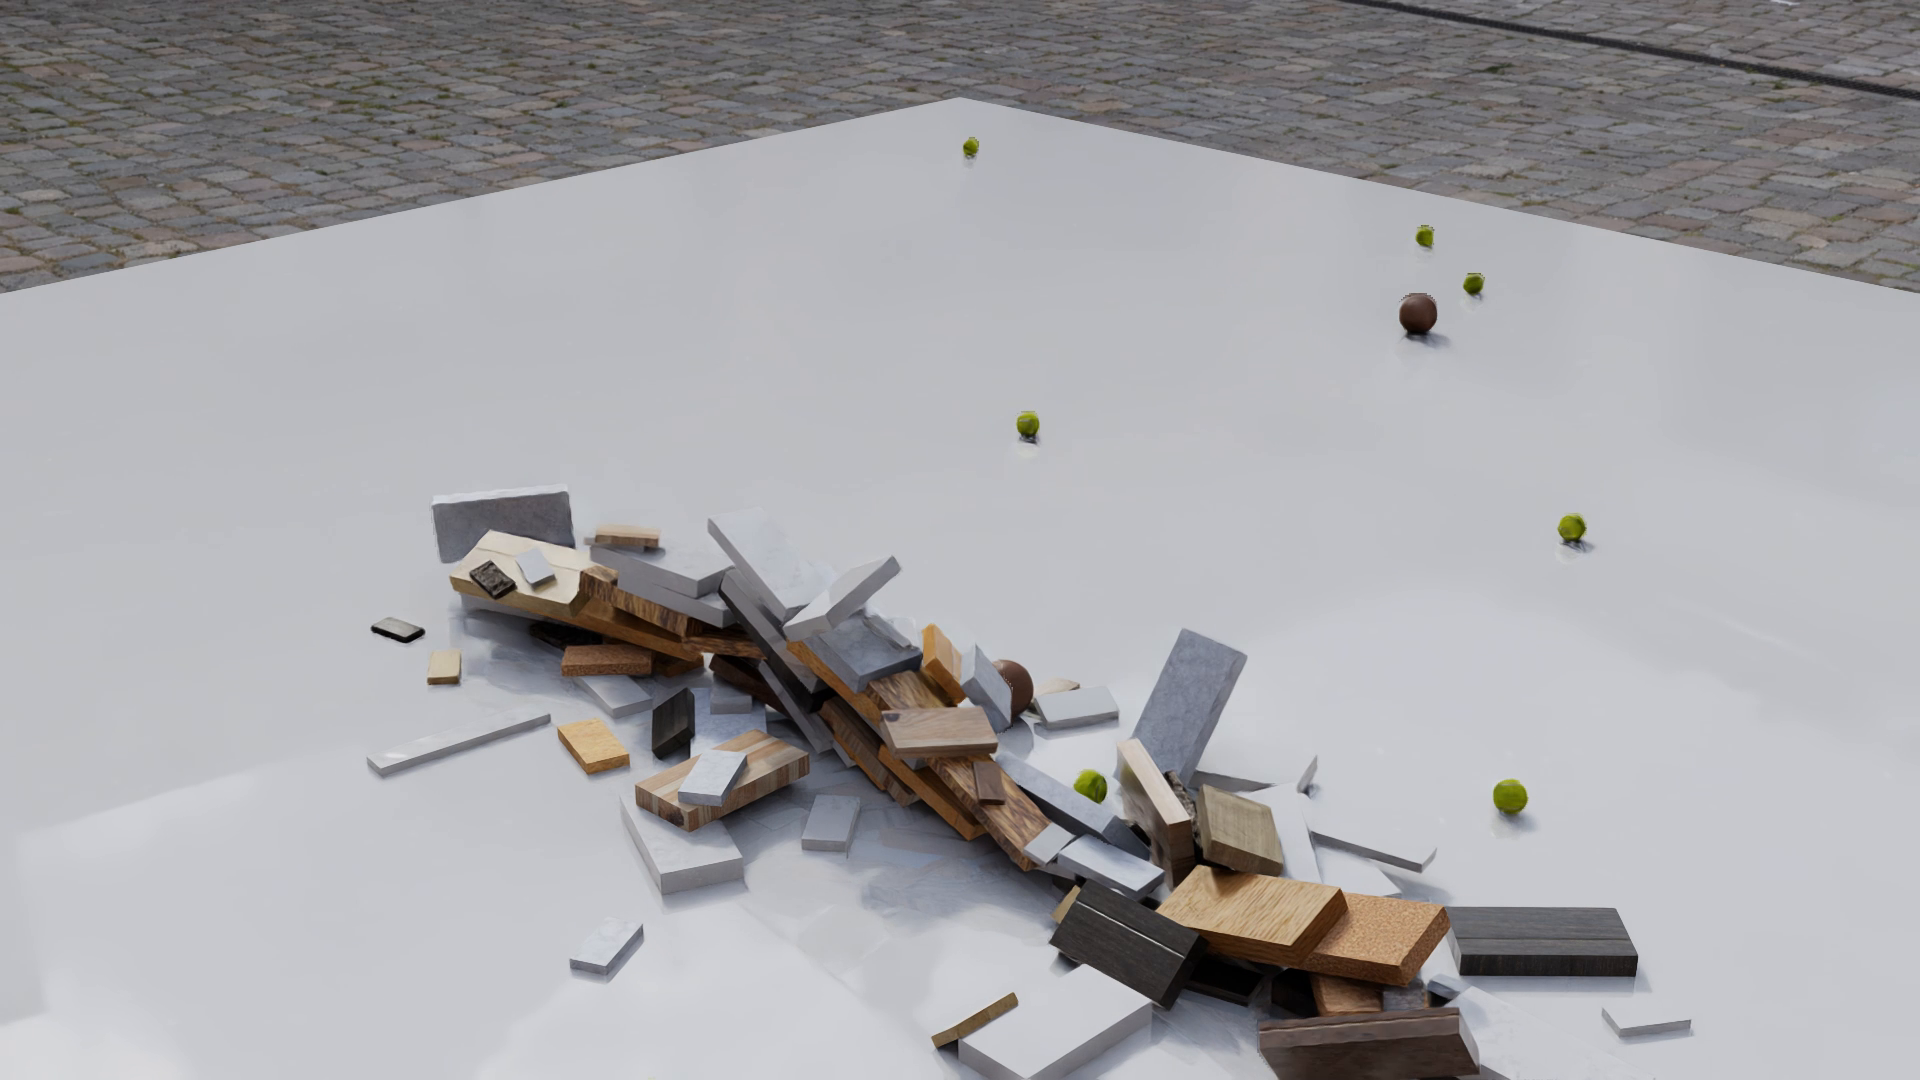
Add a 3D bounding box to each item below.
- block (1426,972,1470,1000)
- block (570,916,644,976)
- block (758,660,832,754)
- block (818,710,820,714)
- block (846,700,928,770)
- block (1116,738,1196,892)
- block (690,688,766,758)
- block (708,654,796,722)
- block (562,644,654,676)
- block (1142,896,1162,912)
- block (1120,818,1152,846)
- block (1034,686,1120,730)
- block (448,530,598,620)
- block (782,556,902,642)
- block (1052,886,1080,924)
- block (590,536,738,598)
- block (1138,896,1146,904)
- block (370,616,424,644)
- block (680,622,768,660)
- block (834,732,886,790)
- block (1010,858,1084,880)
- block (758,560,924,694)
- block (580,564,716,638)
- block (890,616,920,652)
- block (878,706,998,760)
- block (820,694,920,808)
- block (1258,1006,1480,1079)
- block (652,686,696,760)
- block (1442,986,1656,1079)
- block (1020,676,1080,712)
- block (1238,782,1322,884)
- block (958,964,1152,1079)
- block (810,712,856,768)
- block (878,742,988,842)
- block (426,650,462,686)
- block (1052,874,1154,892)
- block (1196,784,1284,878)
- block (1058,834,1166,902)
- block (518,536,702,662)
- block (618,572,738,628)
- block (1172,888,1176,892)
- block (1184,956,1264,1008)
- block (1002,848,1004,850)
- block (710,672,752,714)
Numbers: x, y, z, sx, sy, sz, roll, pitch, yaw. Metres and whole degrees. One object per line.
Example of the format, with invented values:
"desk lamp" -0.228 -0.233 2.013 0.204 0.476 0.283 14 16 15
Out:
"block" 0.852 0.778 3.816 0.066 0.019 0.132 21 2 19
"block" -0.642 0.737 3.997 0.073 0.021 0.146 8 24 18
"block" -0.318 0.341 4.750 0.123 0.035 0.247 -16 56 -39
"block" -0.251 0.355 4.661 0.089 0.025 0.178 -18 46 -40
"block" -0.121 0.356 4.537 0.140 0.040 0.279 -16 45 -37
"block" 0.381 0.537 4.279 0.047 0.164 0.329 -12 25 -9
"block" -0.499 0.409 4.738 0.162 0.046 0.324 -3 23 -6
"block" -0.418 0.314 4.833 0.247 0.035 0.123 30 21 15
"block" -0.801 0.273 5.010 0.200 0.028 0.100 -2 23 -2
"block" 0.373 0.697 4.101 0.096 0.014 0.048 19 29 37
"block" 0.338 0.572 4.295 0.015 0.052 0.103 -39 7 -13
"block" 0.257 0.368 4.834 0.169 0.024 0.085 -8 40 -17
"block" -1.005 0.079 5.148 0.341 0.048 0.171 12 45 24
"block" -0.239 0.119 4.465 0.126 0.036 0.253 -18 16 41
"block" 0.234 0.700 4.026 0.075 0.021 0.149 -51 37 -4
"block" -0.661 0.048 4.921 0.302 0.043 0.151 18 24 27
"block" 0.299 0.669 4.147 0.048 0.014 0.096 -19 20 -37
"block" -1.338 0.214 5.234 0.119 0.017 0.059 15 27 32
"block" -0.477 0.219 4.841 0.247 0.035 0.123 4 16 31
"block" -0.177 0.447 4.603 0.089 0.025 0.178 -15 44 -37
"block" 0.190 0.610 4.236 0.091 0.026 0.182 -19 18 -39
"block" -0.249 0.178 4.576 0.170 0.048 0.340 -18 46 -38
"block" -0.679 0.123 4.970 0.341 0.048 0.171 21 26 33
"block" -0.115 0.193 4.549 0.049 0.014 0.098 7 34 -14
"block" -0.043 0.379 4.334 0.215 0.030 0.108 -1 38 -22
"block" -0.149 0.421 4.565 0.139 0.040 0.279 -21 57 -41
"block" 0.656 0.815 3.530 0.320 0.160 0.045 -9 52 20
"block" -0.617 0.394 4.737 0.094 0.027 0.188 -34 23 7
"block" 0.925 0.851 3.567 0.173 0.049 0.346 -20 30 -39
"block" 0.201 0.346 4.920 0.070 0.020 0.139 15 27 32
"block" 0.593 0.589 4.192 0.150 0.043 0.301 -15 32 6
"block" 0.164 0.833 3.740 0.314 0.044 0.157 -21 31 -40
"block" -0.248 0.398 4.682 0.089 0.025 0.178 -17 57 -38
"block" -0.021 0.487 4.459 0.140 0.040 0.279 -20 48 -40
"block" -1.184 0.292 5.047 0.069 0.020 0.139 -4 23 -9
"block" 0.269 0.647 4.164 0.091 0.026 0.182 -19 20 -37
"block" 0.516 0.542 4.080 0.139 0.039 0.277 19 15 -2
"block" 0.283 0.614 4.125 0.182 0.026 0.091 22 32 34
"block" -0.828 0.133 5.121 0.623 0.048 0.171 15 46 27
"block" -0.596 0.112 4.895 0.302 0.043 0.151 19 24 29
"block" 0.435 0.684 4.095 0.048 0.014 0.096 -1 36 -22
"block" 0.452 0.778 3.898 0.155 0.022 0.077 12 26 26
"block" 0.075 0.550 4.359 0.062 0.017 0.123 -20 63 -40
"block" -0.500 0.331 4.832 0.088 0.025 0.176 -1 23 -3
